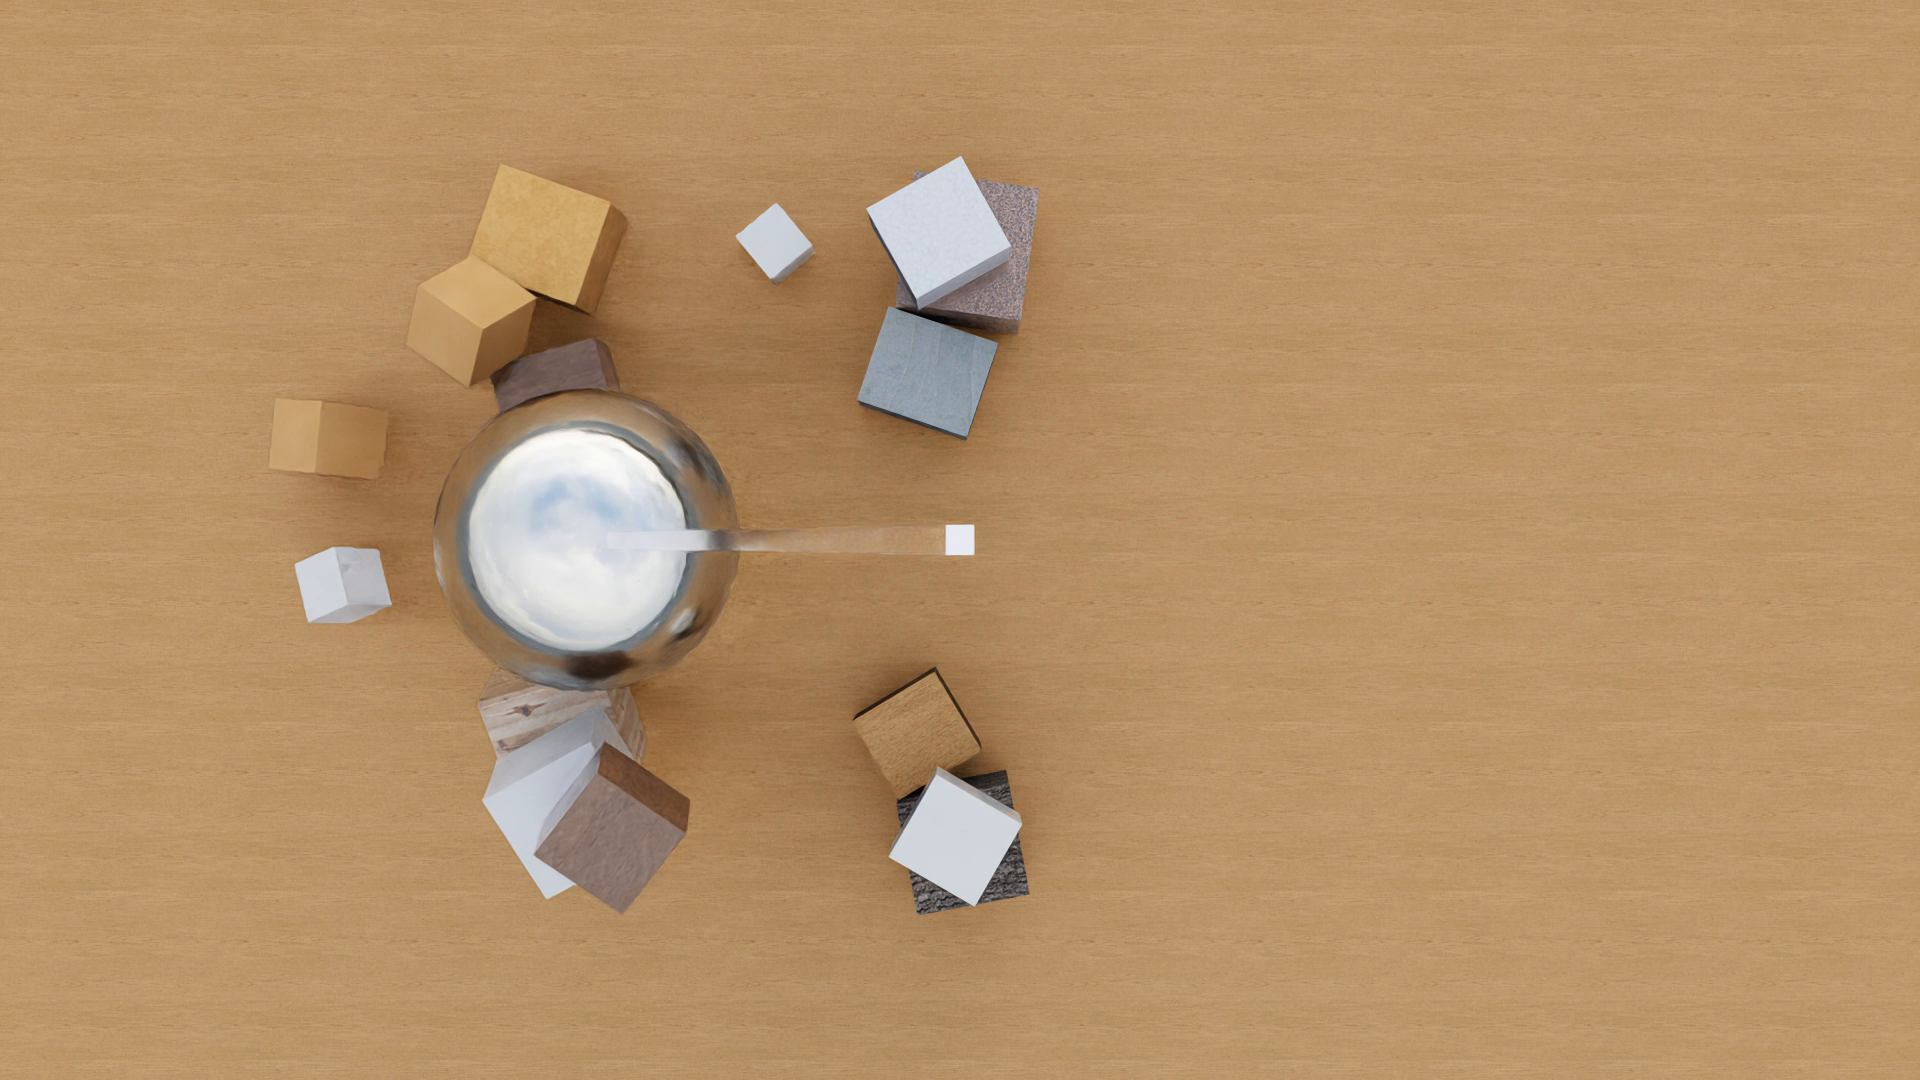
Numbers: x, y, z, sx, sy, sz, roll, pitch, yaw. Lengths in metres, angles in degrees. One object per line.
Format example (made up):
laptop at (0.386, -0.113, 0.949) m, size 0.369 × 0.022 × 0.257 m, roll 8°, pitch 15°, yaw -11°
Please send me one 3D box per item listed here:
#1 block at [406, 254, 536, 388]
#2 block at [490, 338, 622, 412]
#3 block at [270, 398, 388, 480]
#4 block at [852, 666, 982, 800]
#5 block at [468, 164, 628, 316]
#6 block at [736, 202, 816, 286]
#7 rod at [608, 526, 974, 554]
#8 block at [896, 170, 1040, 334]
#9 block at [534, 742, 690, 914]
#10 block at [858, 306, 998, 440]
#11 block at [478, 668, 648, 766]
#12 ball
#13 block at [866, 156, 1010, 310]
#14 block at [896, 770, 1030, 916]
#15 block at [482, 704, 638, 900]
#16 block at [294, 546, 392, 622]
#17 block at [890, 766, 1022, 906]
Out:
block at (-2.710, -1.217, 12.206) m, size 0.452 × 0.463 × 0.421 m, roll 34°, pitch 131°, yaw 11°
block at (-2.289, -0.753, 12.732) m, size 0.624 × 0.537 × 0.645 m, roll -16°, pitch 90°, yaw 0°
block at (-3.639, -0.581, 12.683) m, size 0.445 × 0.456 × 0.404 m, roll 6°, pitch 90°, yaw 39°
block at (-0.245, 1.112, 12.744) m, size 0.547 × 0.512 × 0.522 m, roll -31°, pitch 90°, yaw 0°
block at (-2.373, -1.717, 12.678) m, size 0.657 × 0.644 × 0.615 m, roll 19°, pitch 90°, yaw 0°
block at (-1.073, -1.723, 12.831) m, size 0.309 × 0.338 × 0.320 m, roll -40°, pitch 90°, yaw 0°
rod at (-0.848, 0.000, 8.358) m, size 0.080 × 5.200 × 0.080 m, roll 0°, pitch 90°, yaw -19°
block at (0.042, -1.630, 12.583) m, size 0.702 × 0.834 × 0.739 m, roll 8°, pitch 90°, yaw 0°
block at (-1.800, 1.491, 11.427) m, size 0.556 × 0.477 × 0.552 m, roll 36°, pitch 99°, yaw -12°
block at (-0.184, -0.956, 12.734) m, size 0.656 × 0.532 × 0.561 m, roll 19°, pitch 90°, yaw 0°
block at (-2.252, 1.048, 12.564) m, size 0.697 × 0.733 × 0.701 m, roll -17°, pitch 103°, yaw 0°
ball at (-1.957, 0.000, 11.572) m, size 1.600 × 1.600 × 1.600 m, roll 0°, pitch 90°, yaw 0°
block at (-0.113, -1.647, 11.872) m, size 0.570 × 0.588 × 0.541 m, roll -29°, pitch 90°, yaw 0°
block at (0.018, 1.730, 12.645) m, size 0.641 × 0.709 × 0.633 m, roll -11°, pitch 90°, yaw 0°
block at (-2.099, 1.414, 11.954) m, size 0.655 × 0.623 × 0.650 m, roll -29°, pitch 105°, yaw 3°
block at (-3.521, 0.257, 12.560) m, size 0.309 × 0.359 × 0.345 m, roll -21°, pitch 78°, yaw 25°
block at (-0.024, 1.616, 12.057) m, size 0.533 × 0.468 × 0.510 m, roll 30°, pitch 90°, yaw 0°
